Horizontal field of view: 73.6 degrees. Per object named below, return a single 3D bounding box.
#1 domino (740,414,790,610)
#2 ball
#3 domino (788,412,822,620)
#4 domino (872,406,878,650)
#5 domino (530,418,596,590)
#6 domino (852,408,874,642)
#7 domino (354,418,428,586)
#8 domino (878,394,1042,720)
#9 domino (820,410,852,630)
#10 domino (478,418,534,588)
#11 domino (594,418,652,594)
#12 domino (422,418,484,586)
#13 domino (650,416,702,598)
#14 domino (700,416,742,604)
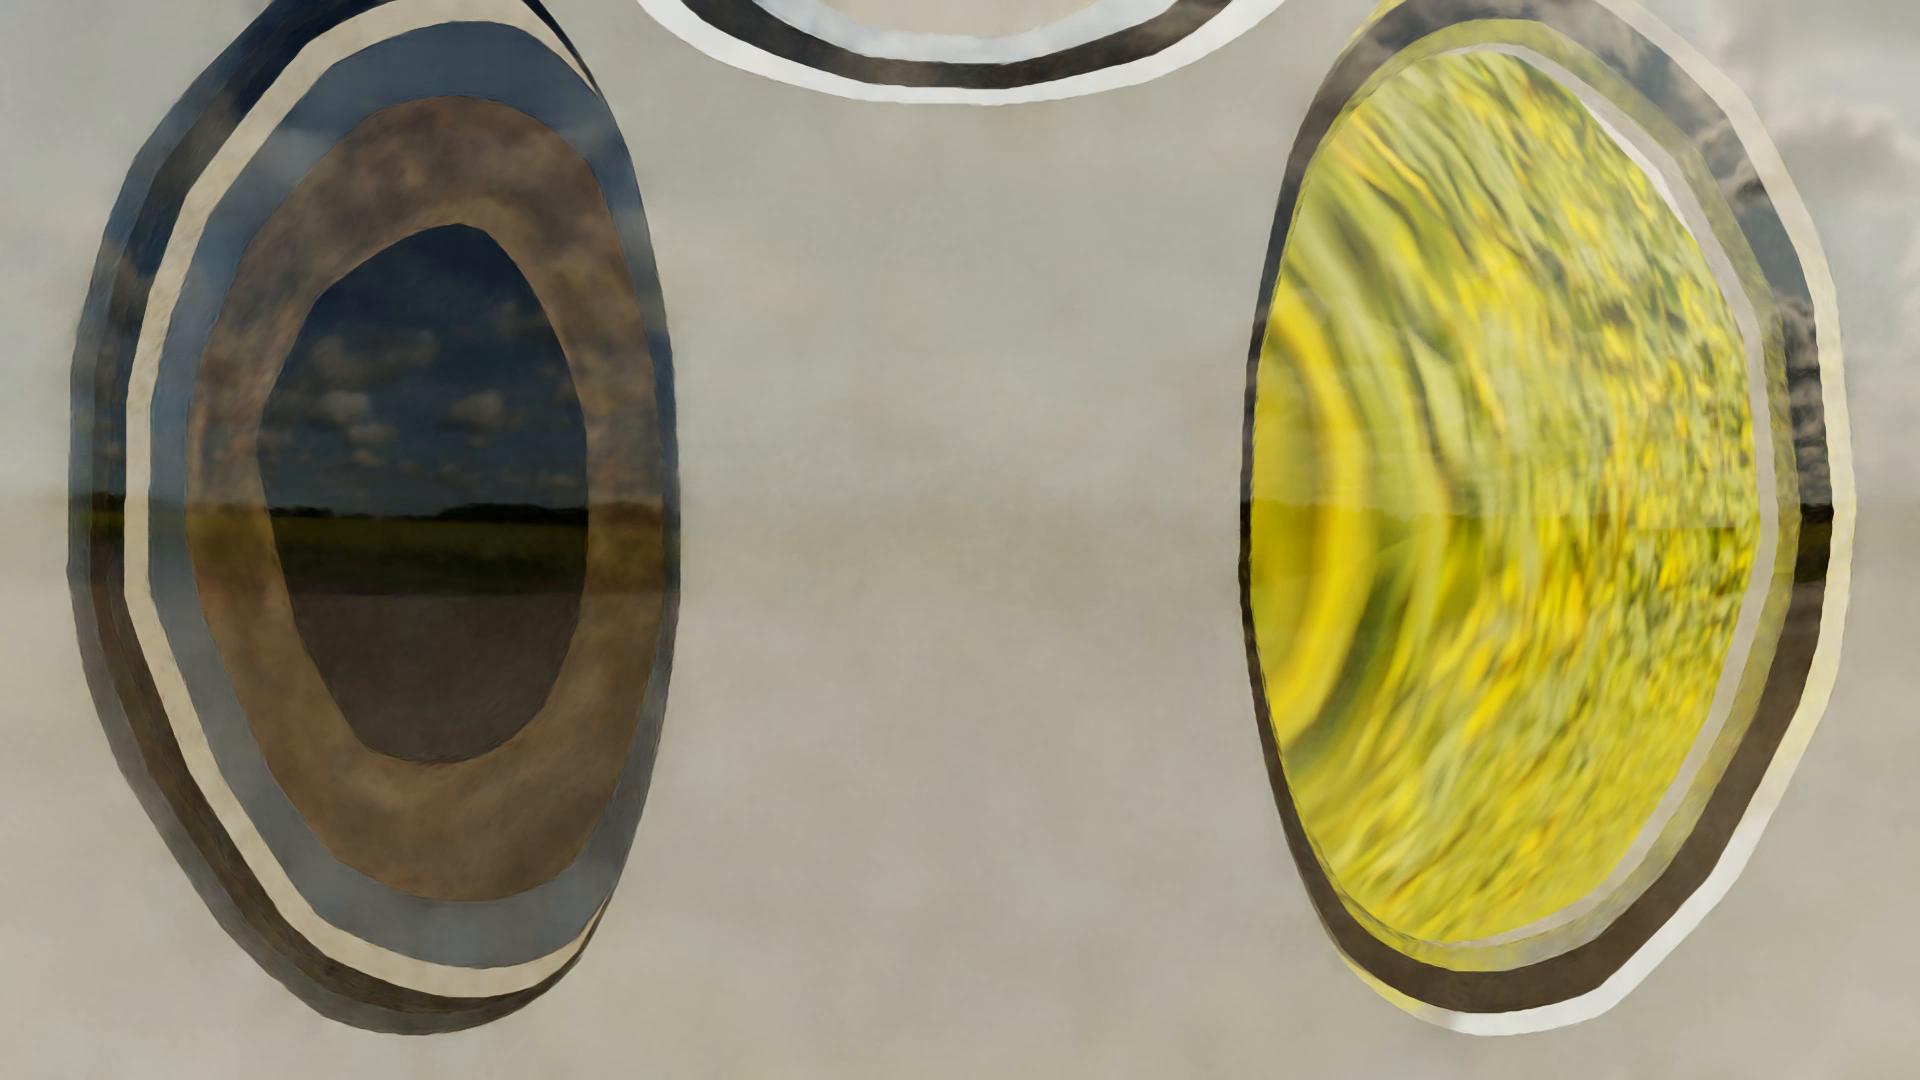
[{"bbox_3d":[-0.044,-0.008,0.338,0.025,0.050,0.010,-4,6,-42],"label":"domino"},{"bbox_3d":[0.000,-0.002,0.056,0.080,0.080,0.080,0,4,0],"label":"ball"},{"bbox_3d":[-0.029,-0.006,0.318,0.025,0.050,0.010,-3,5,-34],"label":"domino"},{"bbox_3d":[-0.005,-0.002,0.266,0.025,0.050,0.009,-1,4,-15],"label":"domino"},{"bbox_3d":[-0.116,-0.011,0.385,0.010,0.050,0.025,1,5,19],"label":"domino"},{"bbox_3d":[-0.010,-0.004,0.283,0.025,0.050,0.009,-2,5,-21],"label":"domino"},{"bbox_3d":[-0.175,-0.012,0.394,0.009,0.050,0.025,0,4,1],"label":"domino"},{"bbox_3d":[0.000,0.002,0.201,0.025,0.050,0.009,0,4,0],"label":"domino"},{"bbox_3d":[-0.019,-0.005,0.303,0.025,0.050,0.010,-2,5,-28],"label":"domino"},{"bbox_3d":[-0.134,-0.012,0.390,0.010,0.050,0.025,1,4,13],"label":"domino"},{"bbox_3d":[-0.095,-0.011,0.376,0.010,0.050,0.025,2,5,27],"label":"domino"},{"bbox_3d":[-0.153,-0.012,0.393,0.010,0.050,0.025,0,4,4],"label":"domino"},{"bbox_3d":[-0.075,-0.010,0.365,0.010,0.050,0.025,3,5,34],"label":"domino"},{"bbox_3d":[-0.058,-0.009,0.351,0.010,0.050,0.025,4,6,41],"label":"domino"}]
